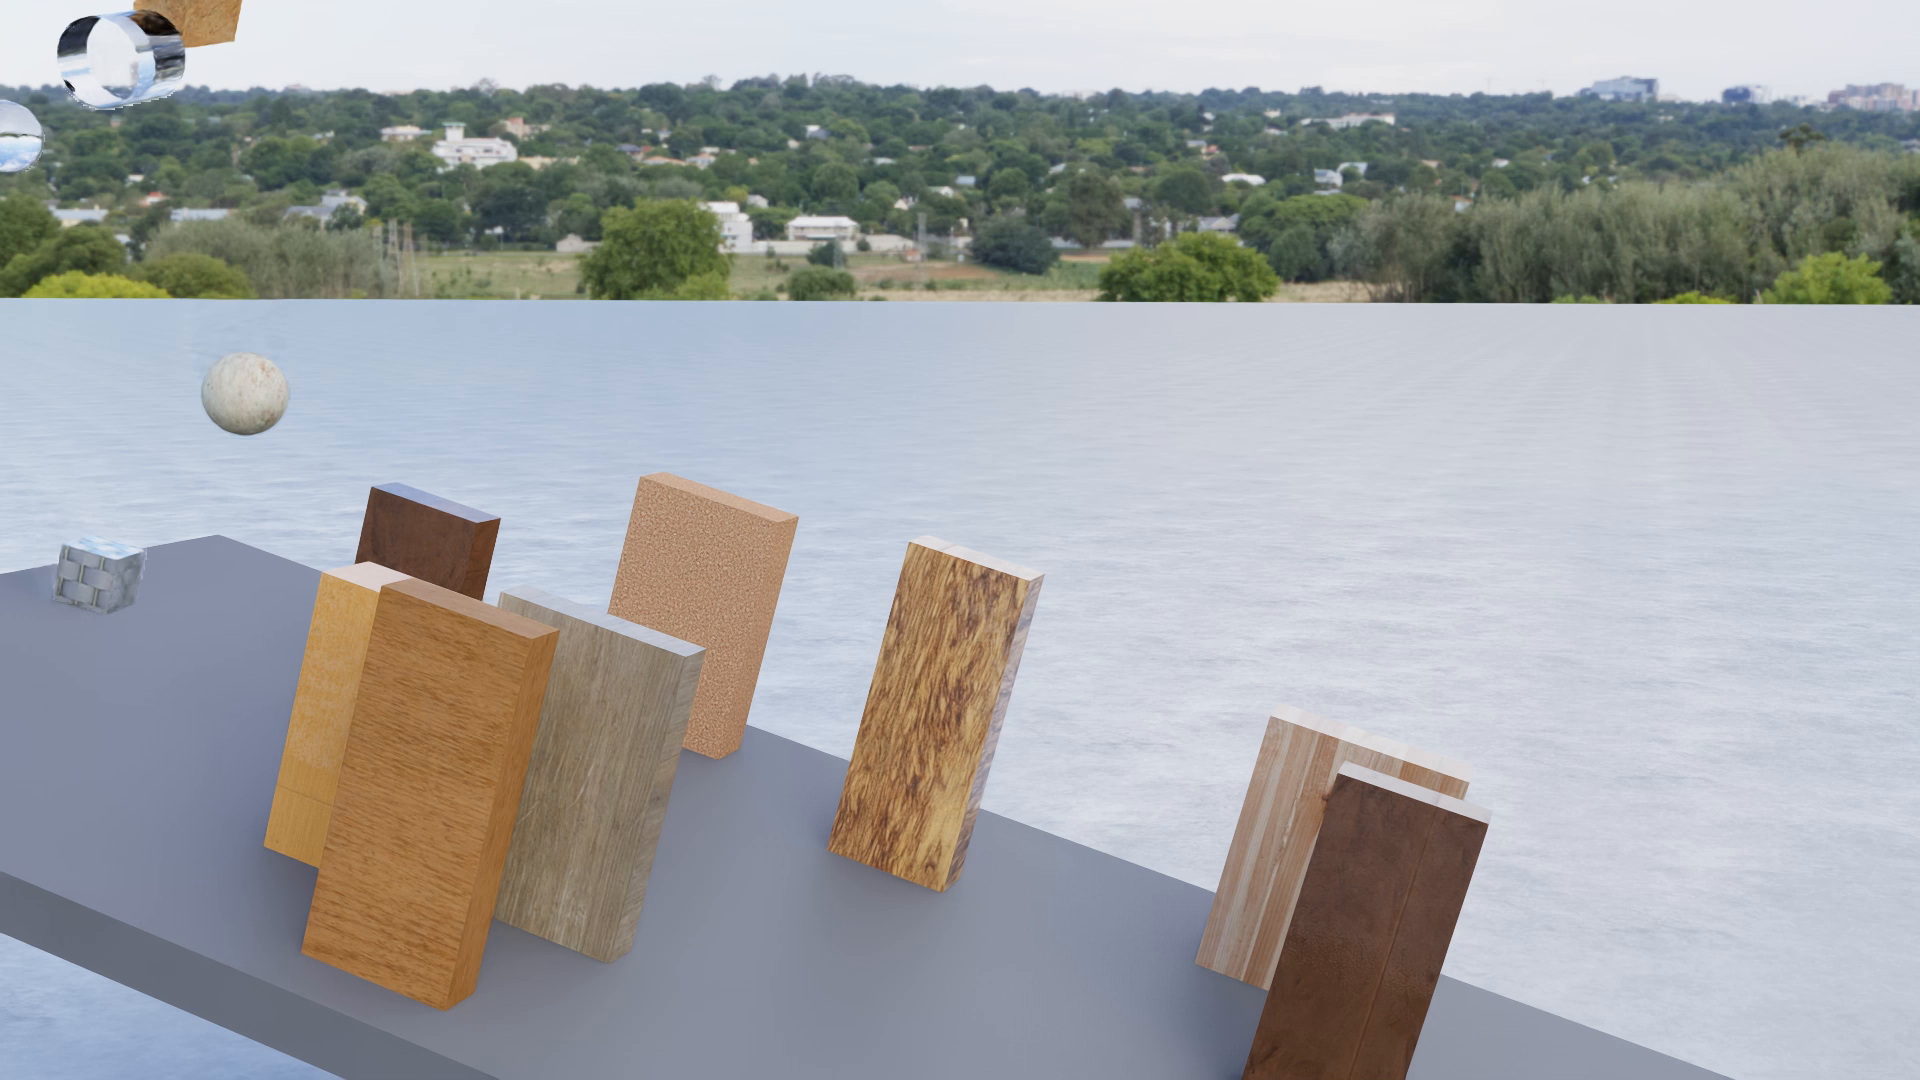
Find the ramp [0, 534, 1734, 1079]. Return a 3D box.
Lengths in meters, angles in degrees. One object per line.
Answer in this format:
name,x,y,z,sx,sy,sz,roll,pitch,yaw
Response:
ramp,-0.381,0.749,4.242,4.000,0.100,2.000,18,12,14

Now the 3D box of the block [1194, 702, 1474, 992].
block,0.763,0.667,4.494,0.410,0.549,0.142,18,12,14

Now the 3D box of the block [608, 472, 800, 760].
block,-0.617,0.170,5.035,0.346,0.568,0.129,18,12,14

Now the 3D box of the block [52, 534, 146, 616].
block,-1.916,0.077,4.894,0.130,0.130,0.130,16,11,4

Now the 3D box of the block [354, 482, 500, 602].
block,-1.142,0.158,4.575,0.251,0.498,0.099,18,12,14

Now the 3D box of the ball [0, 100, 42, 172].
ball,-2.074,-0.876,4.774,0.154,0.154,0.154,0,7,0

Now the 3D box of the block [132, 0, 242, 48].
block,-1.660,-1.169,4.737,0.151,0.151,0.151,35,32,17

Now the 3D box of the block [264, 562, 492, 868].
block,-0.963,0.347,3.850,0.386,0.513,0.147,18,12,14

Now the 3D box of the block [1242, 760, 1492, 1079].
block,0.714,0.735,3.895,0.269,0.625,0.099,18,12,14

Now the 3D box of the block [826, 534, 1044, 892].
block,-0.052,0.359,4.566,0.264,0.683,0.119,18,12,14

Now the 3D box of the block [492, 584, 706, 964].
block,-0.682,0.404,3.814,0.357,0.564,0.086,18,12,14

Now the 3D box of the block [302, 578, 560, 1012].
block,-0.838,0.400,3.470,0.266,0.624,0.093,18,12,14

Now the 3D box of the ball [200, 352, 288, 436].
ball,-1.527,-0.313,4.698,0.179,0.179,0.179,0,7,0

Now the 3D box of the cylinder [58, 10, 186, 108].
cylinder,-1.748,-1.007,4.591,0.184,0.184,0.184,1,18,11
